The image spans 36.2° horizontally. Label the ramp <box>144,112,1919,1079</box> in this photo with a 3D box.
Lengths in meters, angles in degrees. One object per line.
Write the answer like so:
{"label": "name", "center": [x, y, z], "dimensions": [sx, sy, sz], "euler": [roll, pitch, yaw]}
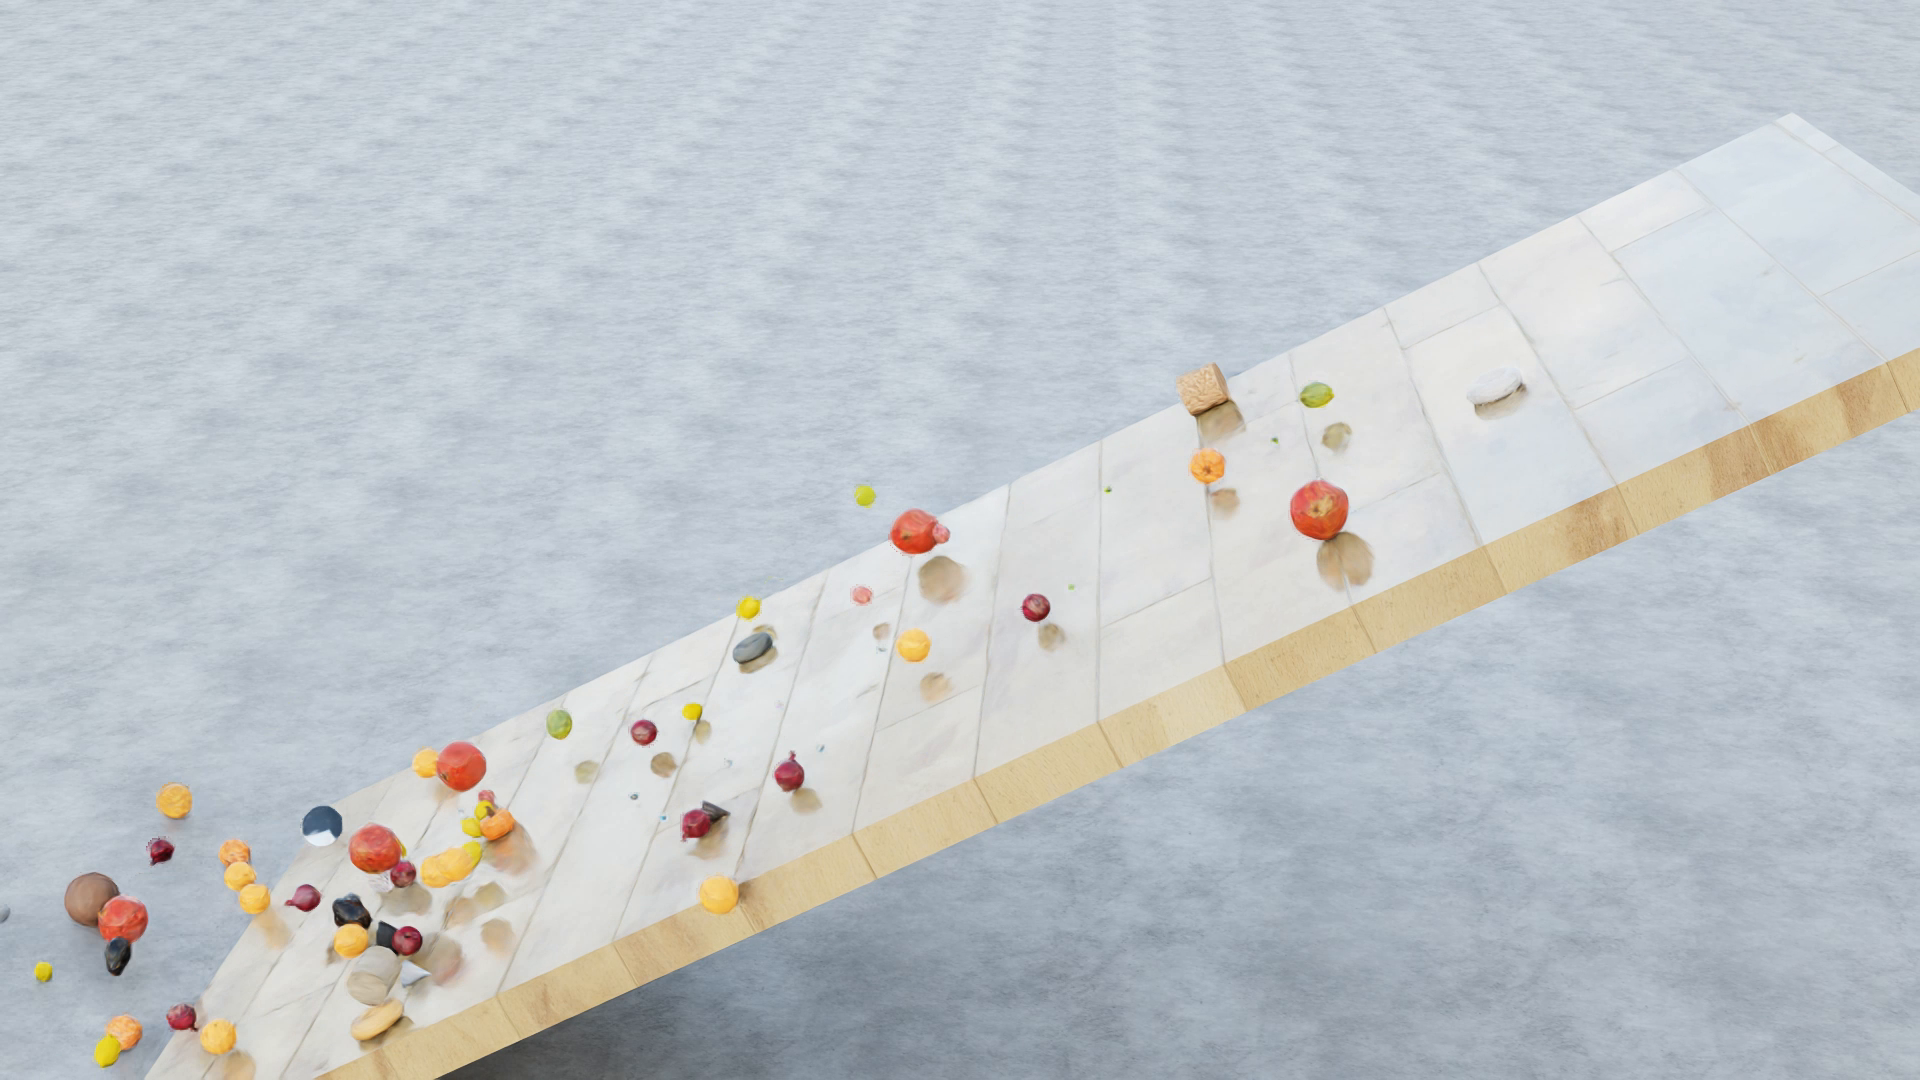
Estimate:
{"label": "ramp", "center": [0.139, 0.168, 6.281], "dimensions": [4.000, 0.100, 2.000], "euler": [-25, 14, 10]}

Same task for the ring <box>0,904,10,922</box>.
{"label": "ring", "center": [-2.330, 0.901, 7.094], "dimensions": [0.077, 0.026, 0.077], "euler": [-1, 18, 0]}

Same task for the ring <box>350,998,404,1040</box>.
{"label": "ring", "center": [-1.118, 0.919, 5.641], "dimensions": [0.114, 0.038, 0.114], "euler": [-29, 10, 6]}

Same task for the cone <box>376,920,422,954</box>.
{"label": "cone", "center": [-1.144, 0.825, 6.035], "dimensions": [0.090, 0.090, 0.090], "euler": [0, 17, -1]}

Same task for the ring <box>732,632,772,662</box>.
{"label": "ring", "center": [-0.488, 0.253, 6.891], "dimensions": [0.104, 0.035, 0.104], "euler": [-26, 15, 7]}

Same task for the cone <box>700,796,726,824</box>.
{"label": "cone", "center": [-0.482, 0.541, 5.837], "dimensions": [0.054, 0.054, 0.054], "euler": [13, 13, -15]}

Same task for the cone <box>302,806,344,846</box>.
{"label": "cone", "center": [-1.559, 0.712, 7.241], "dimensions": [0.100, 0.100, 0.100], "euler": [0, -15, -1]}

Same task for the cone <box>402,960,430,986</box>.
{"label": "cone", "center": [-1.071, 0.857, 5.811], "dimensions": [0.054, 0.054, 0.054], "euler": [1, 17, 3]}

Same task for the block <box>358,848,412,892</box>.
{"label": "block", "center": [-1.283, 0.736, 6.568], "dimensions": [0.070, 0.070, 0.070], "euler": [-38, 17, -36]}

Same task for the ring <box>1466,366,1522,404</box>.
{"label": "ring", "center": [1.079, -0.313, 5.941], "dimensions": [0.121, 0.040, 0.121], "euler": [-25, 14, 7]}

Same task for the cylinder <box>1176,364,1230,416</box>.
{"label": "cylinder", "center": [0.575, -0.356, 6.949], "dimensions": [0.095, 0.095, 0.095], "euler": [-23, 10, 17]}
